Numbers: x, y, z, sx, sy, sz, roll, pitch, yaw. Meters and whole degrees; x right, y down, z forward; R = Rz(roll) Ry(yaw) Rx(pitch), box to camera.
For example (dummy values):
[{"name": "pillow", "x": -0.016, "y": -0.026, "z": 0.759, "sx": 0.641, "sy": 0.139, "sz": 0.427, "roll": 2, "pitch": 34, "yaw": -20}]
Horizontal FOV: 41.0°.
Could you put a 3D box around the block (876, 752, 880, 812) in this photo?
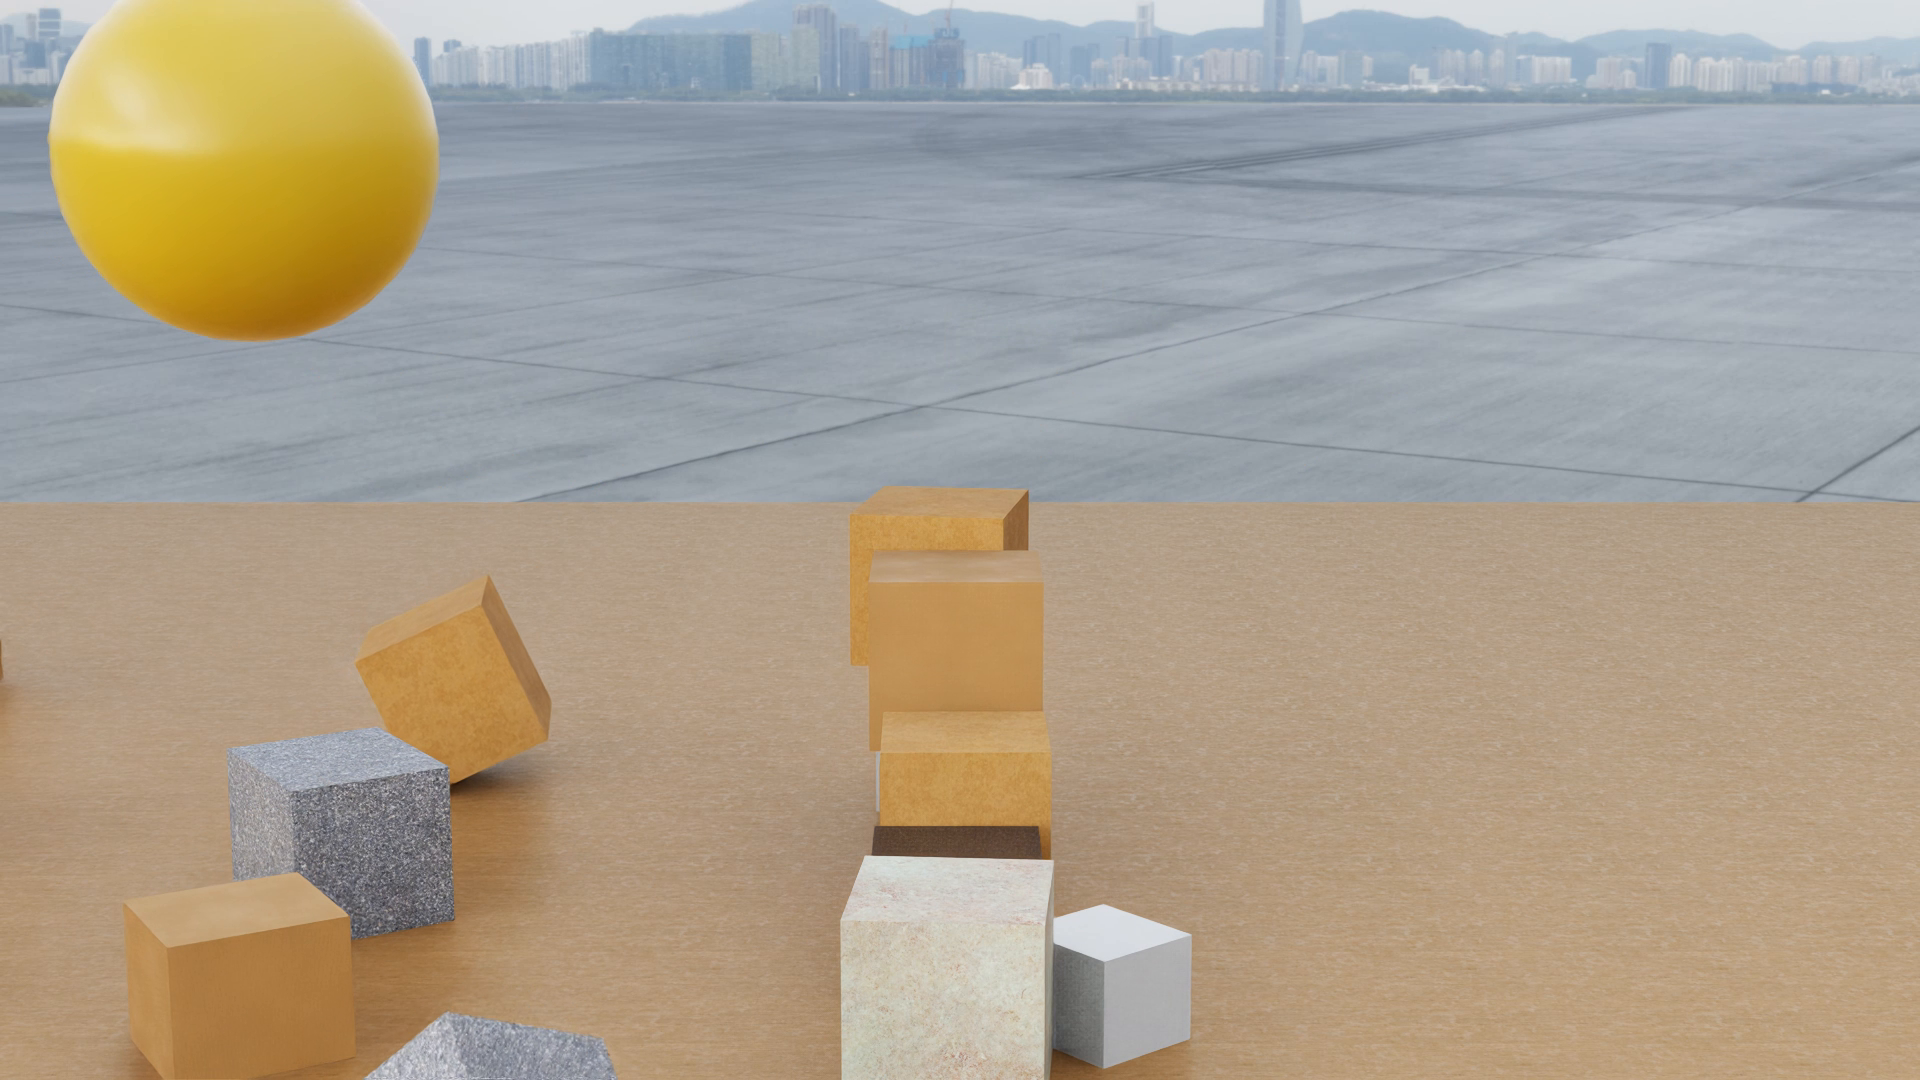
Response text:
[{"name": "block", "x": -0.008, "y": 0.870, "z": 12.661, "sx": 0.790, "sy": 0.757, "sz": 0.741, "roll": 0, "pitch": 10, "yaw": 0}]

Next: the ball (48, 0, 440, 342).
[{"name": "ball", "x": -3.020, "y": -1.640, "z": 10.882, "sx": 1.600, "sy": 1.600, "sz": 1.600, "roll": 0, "pitch": 10, "yaw": 0}]

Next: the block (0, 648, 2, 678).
[{"name": "block", "x": -5.919, "y": 0.587, "z": 14.762, "sx": 0.590, "sy": 0.563, "sz": 0.606, "roll": -1, "pitch": 10, "yaw": -3}]

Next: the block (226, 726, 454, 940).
[{"name": "block", "x": -2.626, "y": 1.244, "z": 10.862, "sx": 0.675, "sy": 0.666, "sz": 0.804, "roll": -7, "pitch": 12, "yaw": -33}]

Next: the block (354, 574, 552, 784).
[{"name": "block", "x": -2.535, "y": 0.720, "z": 12.921, "sx": 0.672, "sy": 0.752, "sz": 0.787, "roll": -25, "pitch": 12, "yaw": -3}]

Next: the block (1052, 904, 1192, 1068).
[{"name": "block", "x": 0.528, "y": 1.636, "z": 9.447, "sx": 0.444, "sy": 0.402, "sz": 0.465, "roll": -9, "pitch": 14, "yaw": -40}]

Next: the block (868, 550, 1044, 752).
[{"name": "block", "x": -0.018, "y": 0.487, "z": 11.541, "sx": 0.758, "sy": 0.754, "sz": 0.755, "roll": 0, "pitch": 10, "yaw": 0}]

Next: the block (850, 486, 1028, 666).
[{"name": "block", "x": -0.088, "y": 0.171, "z": 12.379, "sx": 0.725, "sy": 0.721, "sz": 0.862, "roll": 2, "pitch": 10, "yaw": 9}]

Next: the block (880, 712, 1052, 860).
[{"name": "block", "x": 0.020, "y": 1.197, "z": 10.676, "sx": 0.685, "sy": 0.825, "sz": 0.676, "roll": 0, "pitch": 10, "yaw": -1}]

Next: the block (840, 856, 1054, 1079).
[{"name": "block", "x": -0.031, "y": 1.564, "z": 8.961, "sx": 0.684, "sy": 0.717, "sz": 0.722, "roll": 1, "pitch": 10, "yaw": 4}]

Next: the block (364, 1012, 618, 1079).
[{"name": "block", "x": -1.327, "y": 1.749, "z": 7.102, "sx": 0.632, "sy": 0.625, "sz": 0.554, "roll": 25, "pitch": 31, "yaw": -52}]

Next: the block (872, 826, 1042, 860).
[{"name": "block", "x": -0.013, "y": 1.462, "z": 10.057, "sx": 0.660, "sy": 0.525, "sz": 0.610, "roll": 0, "pitch": 10, "yaw": 0}]

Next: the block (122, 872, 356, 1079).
[{"name": "block", "x": -2.620, "y": 1.592, "z": 9.320, "sx": 0.648, "sy": 0.532, "sz": 0.607, "roll": -6, "pitch": 12, "yaw": -31}]
